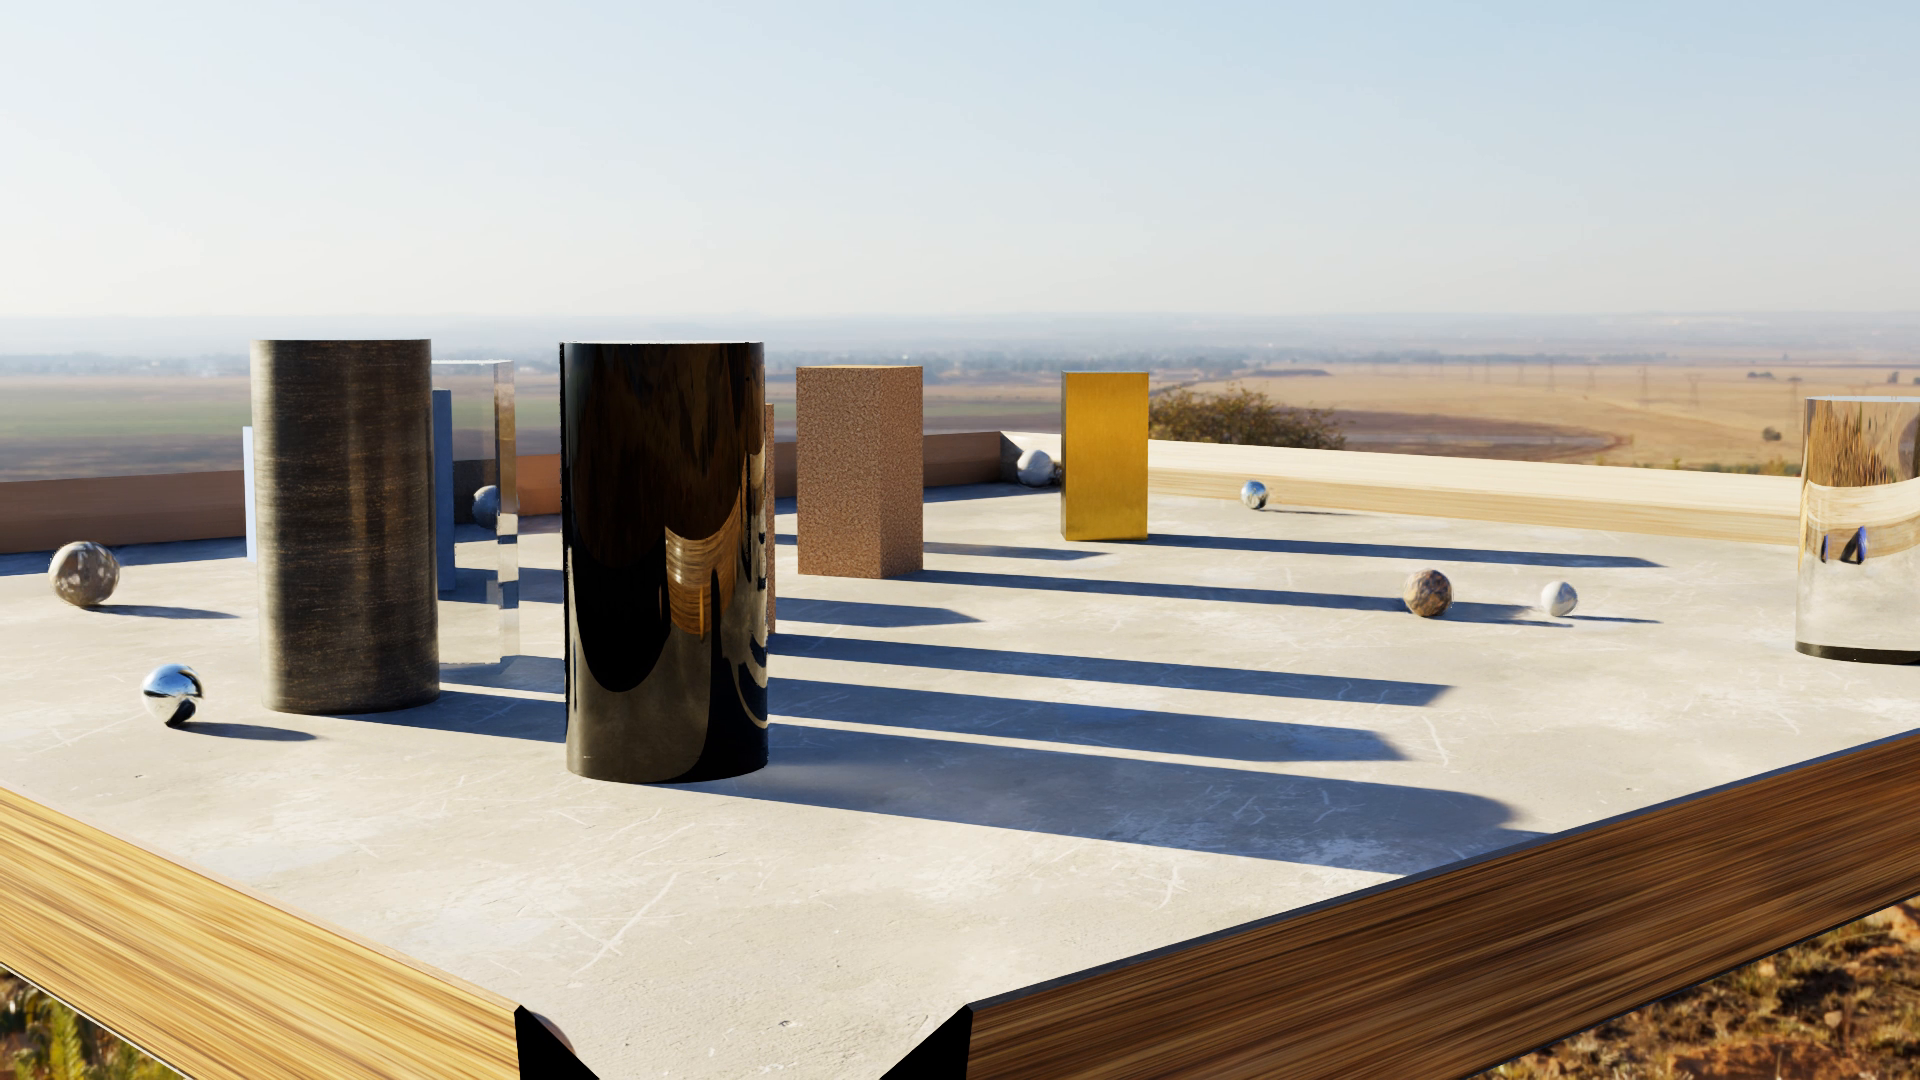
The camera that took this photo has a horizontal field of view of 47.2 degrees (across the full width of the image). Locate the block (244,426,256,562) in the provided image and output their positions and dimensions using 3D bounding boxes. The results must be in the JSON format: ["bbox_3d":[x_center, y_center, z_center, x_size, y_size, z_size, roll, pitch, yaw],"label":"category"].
[{"bbox_3d":[-1.163,-0.080,3.902,0.158,0.239,0.158,-4,7,-35],"label":"block"}]

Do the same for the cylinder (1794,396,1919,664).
[{"bbox_3d":[1.195,-0.017,2.855,0.198,0.331,0.198,0,6,0],"label":"cylinder"}]

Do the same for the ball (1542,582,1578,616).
[{"bbox_3d":[0.876,0.086,3.214,0.051,0.051,0.051,0,6,0],"label":"ball"}]

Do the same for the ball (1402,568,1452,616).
[{"bbox_3d":[0.682,0.077,3.207,0.071,0.071,0.071,0,6,0],"label":"ball"}]

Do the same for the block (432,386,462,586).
[{"bbox_3d":[-0.914,-0.090,3.613,0.158,0.319,0.158,-2,6,-22],"label":"block"}]

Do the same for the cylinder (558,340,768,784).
[{"bbox_3d":[-0.289,0.014,2.152,0.198,0.414,0.198,0,6,0],"label":"cylinder"}]

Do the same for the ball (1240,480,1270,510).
[{"bbox_3d":[0.660,-0.100,4.929,0.066,0.066,0.066,0,6,0],"label":"ball"}]

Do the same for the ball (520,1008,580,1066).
[{"bbox_3d":[-0.239,0.287,1.162,0.077,0.077,0.077,0,6,0],"label":"ball"}]

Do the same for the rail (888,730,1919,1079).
[{"bbox_3d":[1.152,0.163,2.090,3.469,0.129,0.045,-5,8,-42],"label":"rail"}]

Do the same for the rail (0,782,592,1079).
[{"bbox_3d":[-1.257,0.154,2.178,0.045,0.129,3.445,-5,8,-42],"label":"rail"}]

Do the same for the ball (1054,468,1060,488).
[{"bbox_3d":[0.262,-0.156,5.515,0.055,0.055,0.055,0,6,0],"label":"ball"}]

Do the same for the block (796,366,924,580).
[{"bbox_3d":[-0.169,-0.120,3.744,0.158,0.350,0.158,3,7,25],"label":"block"}]

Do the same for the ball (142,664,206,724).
[{"bbox_3d":[-0.850,0.166,2.376,0.066,0.066,0.066,0,6,0],"label":"ball"}]

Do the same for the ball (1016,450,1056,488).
[{"bbox_3d":[0.191,-0.179,5.532,0.097,0.097,0.097,0,6,0],"label":"ball"}]

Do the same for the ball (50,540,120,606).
[{"bbox_3d":[-1.321,0.051,3.321,0.099,0.099,0.099,0,6,0],"label":"ball"}]

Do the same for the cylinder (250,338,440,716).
[{"bbox_3d":[-0.699,-0.022,2.504,0.198,0.413,0.198,0,6,0],"label":"cylinder"}]

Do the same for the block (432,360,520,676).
[{"bbox_3d":[-0.647,-0.032,2.753,0.158,0.381,0.158,0,6,-3],"label":"block"}]

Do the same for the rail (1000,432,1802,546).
[{"bbox_3d":[1.257,-0.087,4.486,0.045,0.129,3.445,-5,8,-42],"label":"rail"}]

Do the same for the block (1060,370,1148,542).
[{"bbox_3d":[0.283,-0.168,4.326,0.158,0.326,0.158,0,6,-1],"label":"block"}]

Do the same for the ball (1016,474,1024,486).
[{"bbox_3d":[0.171,-0.168,5.609,0.058,0.058,0.058,0,6,0],"label":"ball"}]

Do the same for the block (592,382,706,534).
[{"bbox_3d":[-0.623,-0.165,4.421,0.158,0.299,0.158,4,7,33],"label":"block"}]

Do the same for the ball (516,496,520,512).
[{"bbox_3d":[-0.957,-0.073,4.549,0.090,0.090,0.090,0,6,0],"label":"ball"}]

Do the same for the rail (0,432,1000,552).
[{"bbox_3d":[-1.152,-0.096,4.574,3.469,0.129,0.045,-5,8,-42],"label":"rail"}]

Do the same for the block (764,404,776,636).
[{"bbox_3d":[-0.359,-0.025,2.992,0.158,0.317,0.158,3,6,23],"label":"block"}]
